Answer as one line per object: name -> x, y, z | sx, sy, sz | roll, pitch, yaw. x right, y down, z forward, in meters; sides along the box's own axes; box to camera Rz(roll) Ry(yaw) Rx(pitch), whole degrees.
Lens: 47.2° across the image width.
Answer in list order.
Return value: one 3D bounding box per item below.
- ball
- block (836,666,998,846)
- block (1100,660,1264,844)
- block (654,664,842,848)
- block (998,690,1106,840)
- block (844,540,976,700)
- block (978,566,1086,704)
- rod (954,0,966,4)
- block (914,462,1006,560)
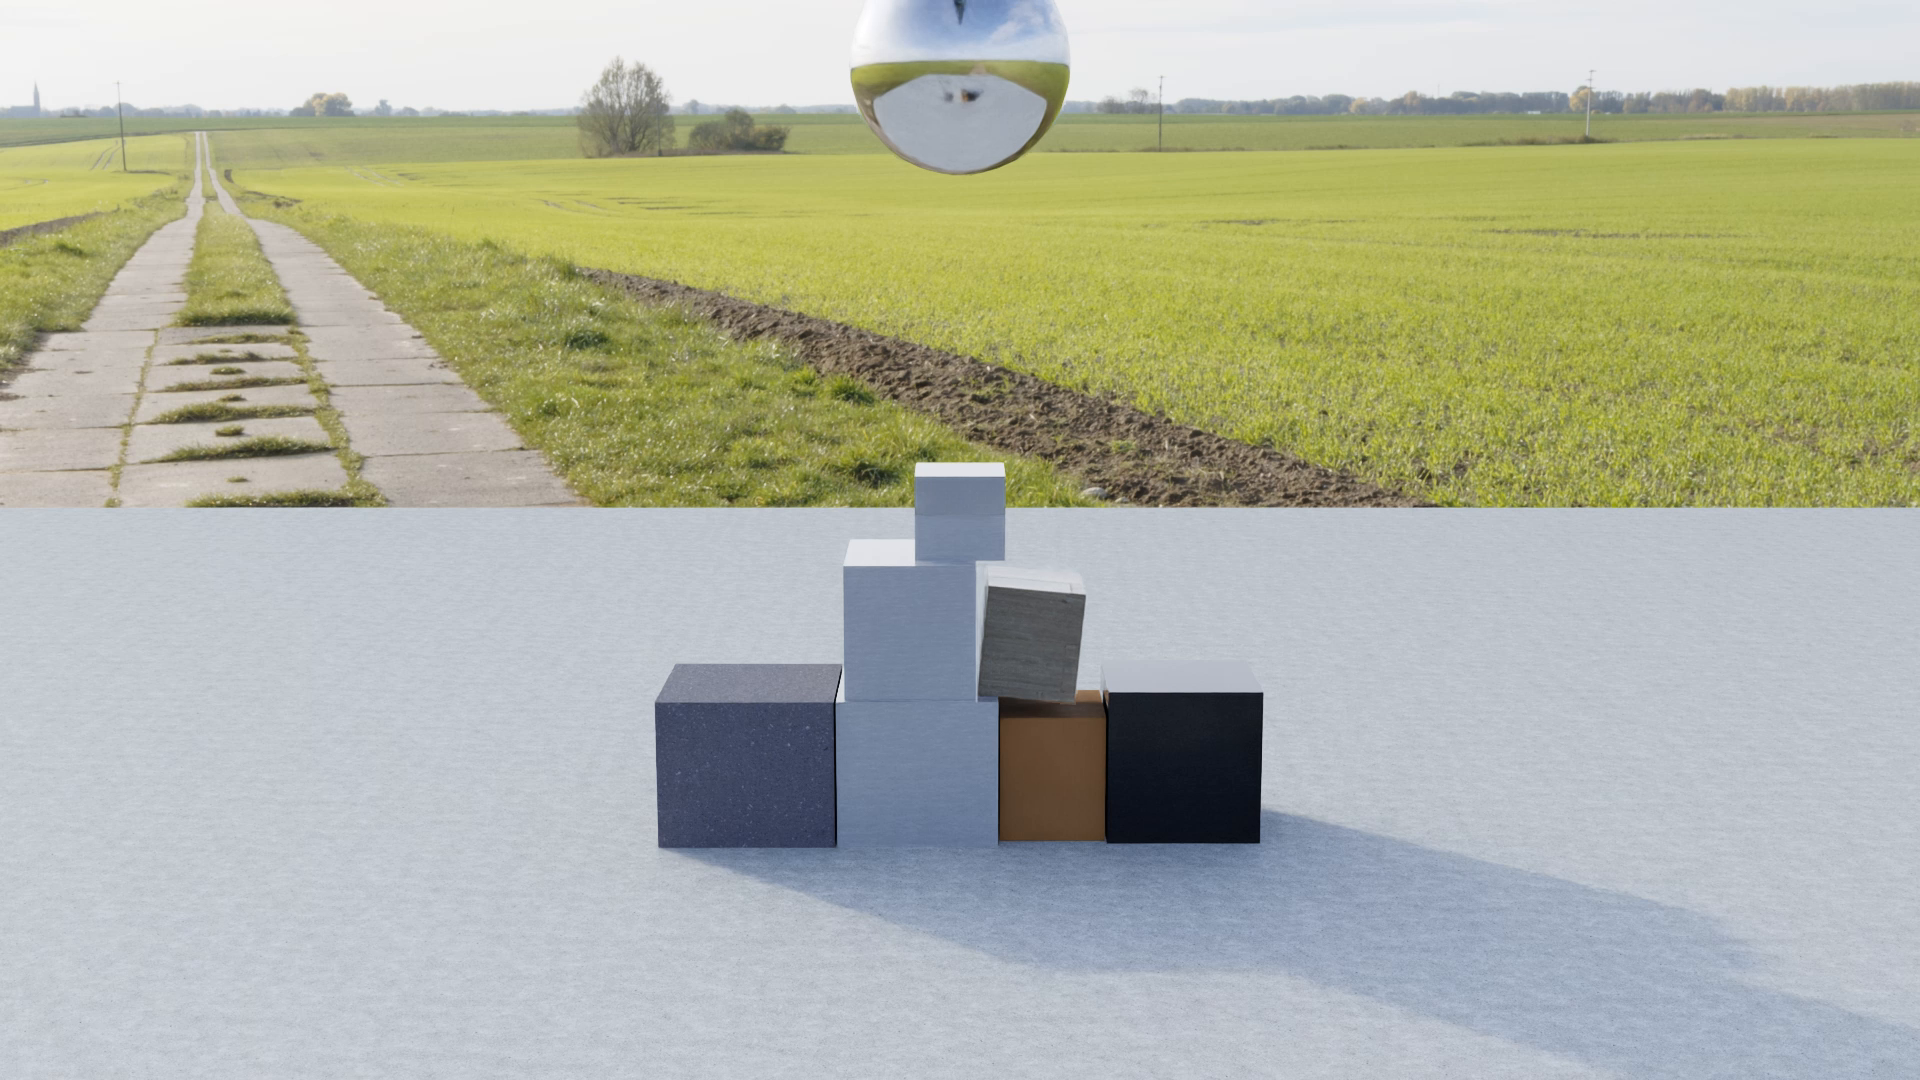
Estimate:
ball -> 0.000, -3.427, 15.797 | 1.600, 1.600, 1.600 | 0, 10, 0
block -> -0.214, 1.105, 11.390 | 0.810, 0.750, 0.784 | 0, 10, 0
block -> 1.131, 1.086, 11.392 | 0.772, 0.788, 0.694 | 0, 10, 0
block -> -1.073, 1.104, 11.391 | 0.888, 0.753, 0.818 | 0, 10, 0
block -> 0.468, 1.160, 11.386 | 0.533, 0.644, 0.571 | 0, 10, 0
block -> -0.249, 0.399, 11.268 | 0.656, 0.684, 0.729 | 0, 10, 0
block -> 0.359, 0.478, 11.262 | 0.488, 0.561, 0.526 | 5, 10, -1
rod -> 0.000, -4.616, 12.611 | 0.080, 0.080, 5.200 | 0, -20, 0
block -> 0.000, -0.147, 11.168 | 0.451, 0.427, 0.463 | 0, 10, 0
